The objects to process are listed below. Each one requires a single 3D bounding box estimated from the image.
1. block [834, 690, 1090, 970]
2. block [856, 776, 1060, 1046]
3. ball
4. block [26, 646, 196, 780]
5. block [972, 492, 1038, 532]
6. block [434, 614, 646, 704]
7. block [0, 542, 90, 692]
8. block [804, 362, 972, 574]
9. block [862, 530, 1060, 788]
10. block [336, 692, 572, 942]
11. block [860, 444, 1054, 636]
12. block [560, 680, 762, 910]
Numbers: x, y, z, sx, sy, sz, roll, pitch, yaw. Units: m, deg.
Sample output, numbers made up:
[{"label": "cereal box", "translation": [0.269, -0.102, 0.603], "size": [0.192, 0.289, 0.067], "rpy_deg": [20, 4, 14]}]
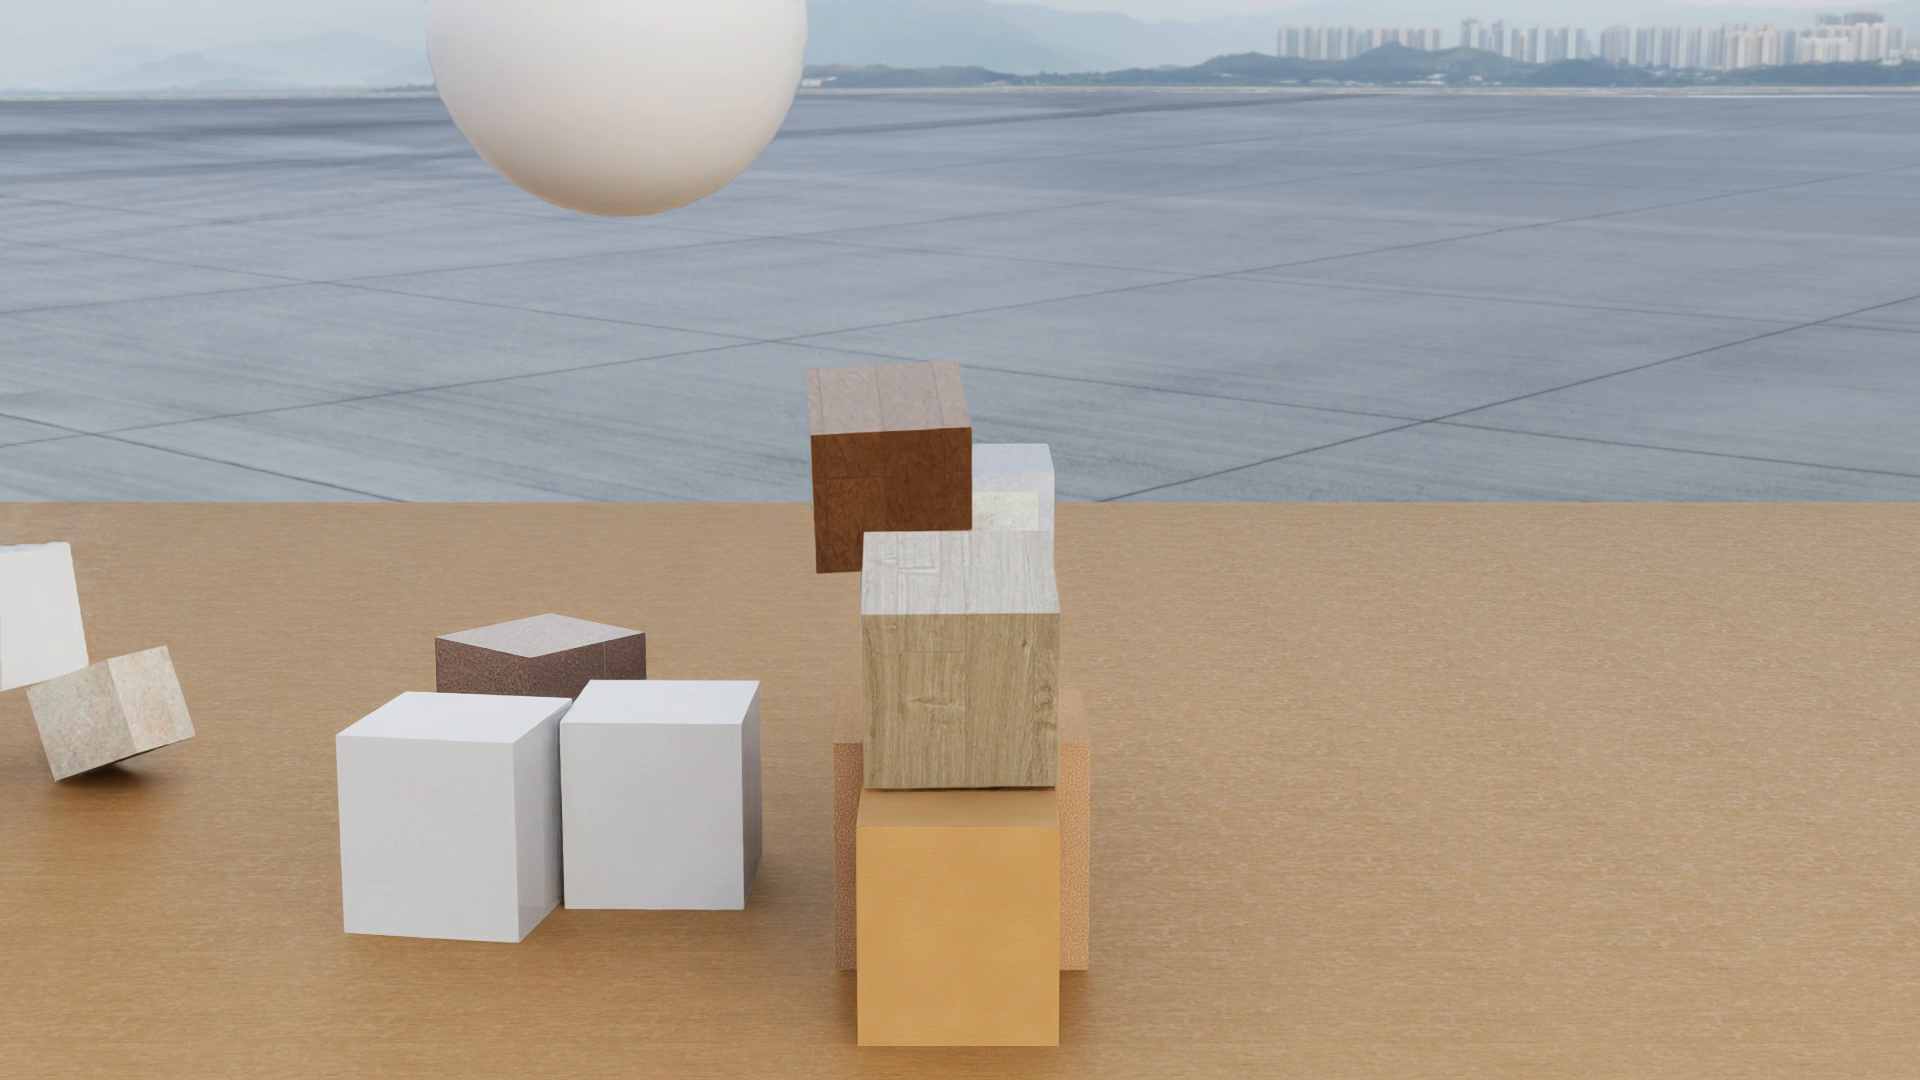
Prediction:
[{"label": "block", "translation": [0.007, 1.172, 10.524], "size": [1.005, 0.929, 0.869], "rpy_deg": [0, 10, 0]}, {"label": "block", "translation": [-0.006, 1.371, 9.706], "size": [0.736, 0.831, 0.801], "rpy_deg": [0, 10, 0]}, {"label": "ball", "translation": [-1.439, -2.162, 10.787], "size": [1.600, 1.600, 1.600], "rpy_deg": [0, 10, 0]}, {"label": "block", "translation": [-4.275, 0.869, 12.919], "size": [0.551, 0.484, 0.441], "rpy_deg": [-18, 0, 23]}, {"label": "block", "translation": [-0.017, 0.275, 11.465], "size": [0.725, 0.716, 0.766], "rpy_deg": [0, 28, 1]}, {"label": "block", "translation": [-2.067, 0.850, 12.713], "size": [0.711, 0.780, 0.740], "rpy_deg": [9, 13, 39]}, {"label": "block", "translation": [-5.009, 0.411, 13.078], "size": [0.686, 0.670, 0.734], "rpy_deg": [-3, 8, 36]}, {"label": "block", "translation": [-0.313, -0.322, 11.130], "size": [0.671, 0.656, 0.681], "rpy_deg": [-3, 28, -4]}, {"label": "block", "translation": [-0.006, 0.449, 9.904], "size": [0.729, 0.719, 0.787], "rpy_deg": [0, 23, -1]}, {"label": "block", "translation": [-2.113, 1.155, 10.856], "size": [0.755, 0.843, 0.765], "rpy_deg": [2, 10, 9]}, {"label": "block", "translation": [-0.013, 0.009, 12.383], "size": [0.899, 0.828, 0.907], "rpy_deg": [0, 10, 0]}, {"label": "block", "translation": [-1.291, 1.101, 11.231], "size": [0.765, 0.814, 0.776], "rpy_deg": [0, 10, 1]}]
